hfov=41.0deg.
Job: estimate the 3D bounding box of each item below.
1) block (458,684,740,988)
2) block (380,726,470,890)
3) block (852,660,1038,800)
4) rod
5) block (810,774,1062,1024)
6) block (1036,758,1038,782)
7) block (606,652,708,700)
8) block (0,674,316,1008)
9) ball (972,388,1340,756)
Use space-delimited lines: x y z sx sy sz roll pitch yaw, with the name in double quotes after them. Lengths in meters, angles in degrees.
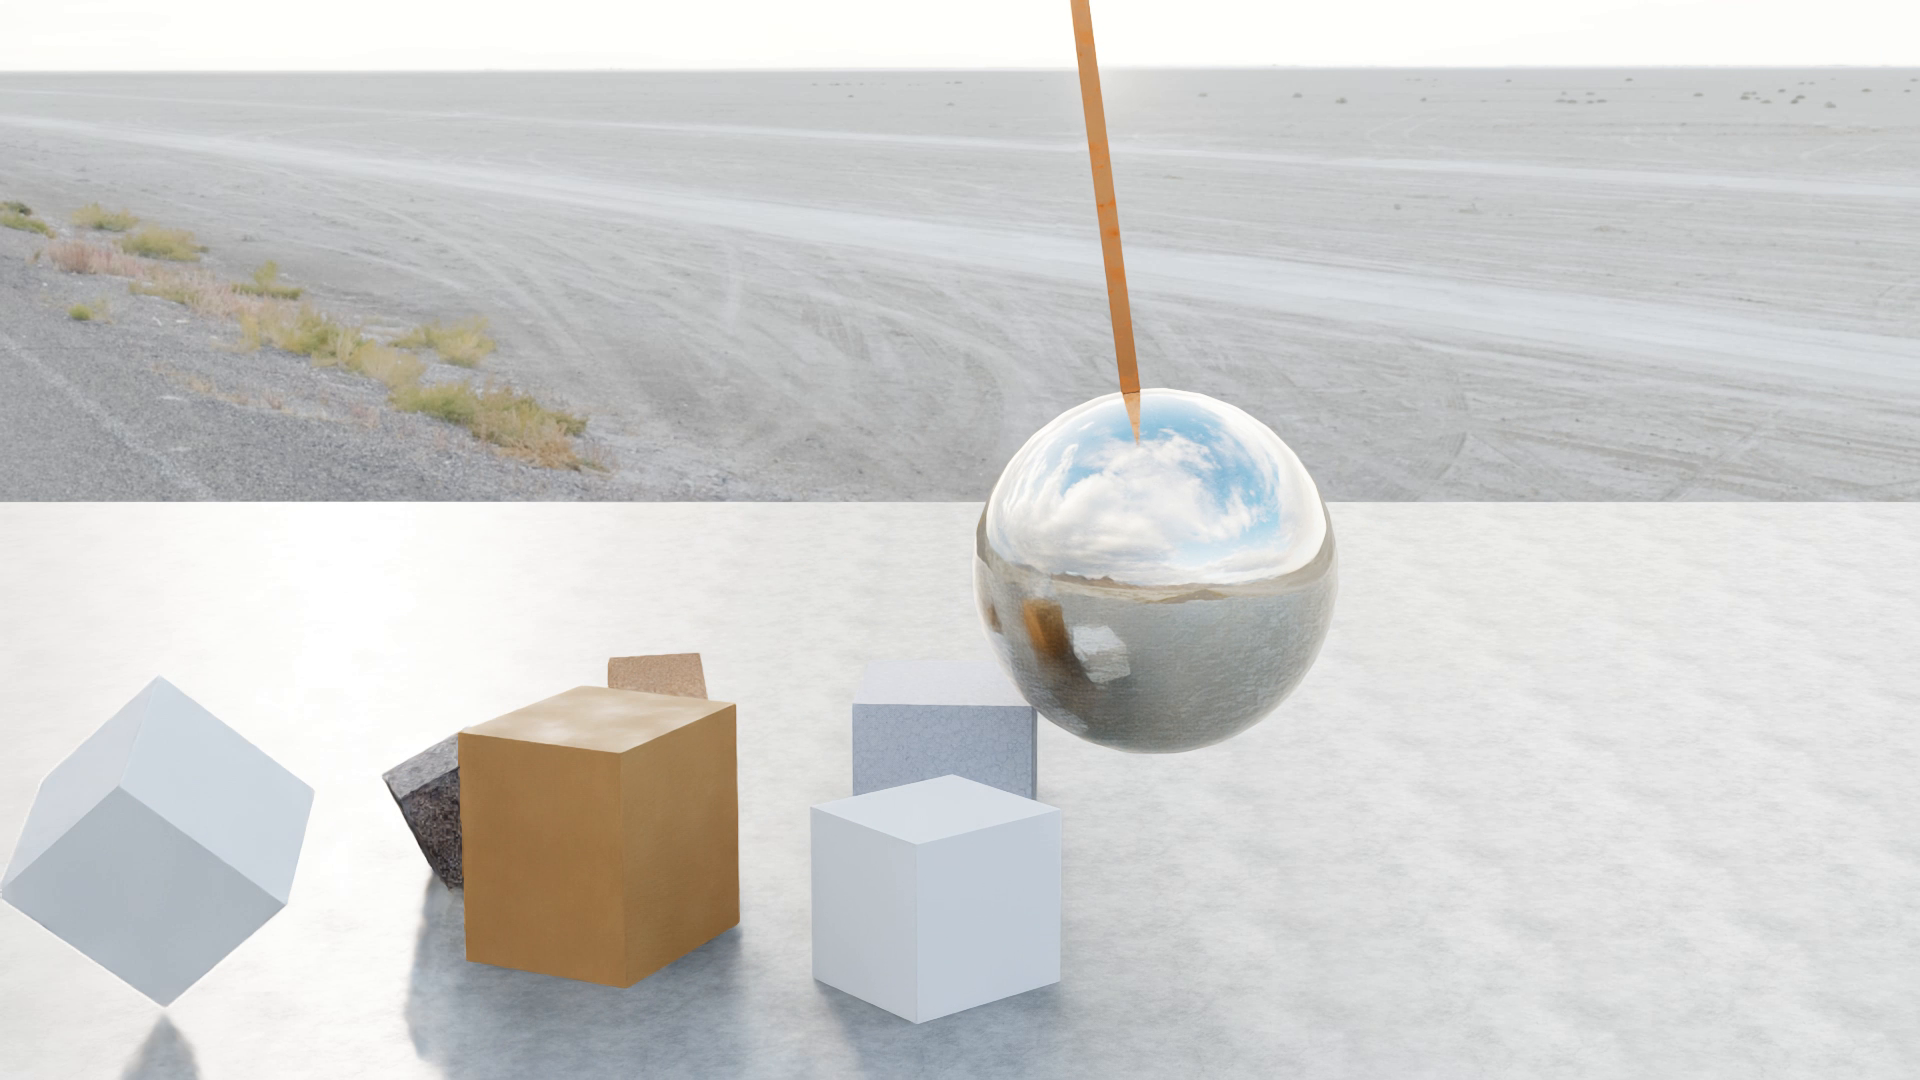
-1.451 1.180 10.435 0.755 0.945 0.881 5 11 25 "block"
-2.213 1.177 11.337 0.444 0.474 0.467 -29 18 -16 "block"
-0.055 1.025 11.798 0.793 0.763 0.858 1 10 3 "block"
0.368 -3.174 10.603 0.080 5.200 0.080 -8 10 1 "rod"
-0.095 1.382 10.014 0.720 0.698 0.658 -9 13 -39 "block"
0.030 0.963 12.611 0.609 0.594 0.608 2 11 12 "block"
-1.487 0.914 12.628 0.449 0.479 0.505 -3 46 -14 "block"
-3.049 1.149 9.802 0.701 0.778 0.724 -39 26 17 "block"
0.850 0.137 11.205 1.600 1.600 1.600 0 10 0 "ball"
